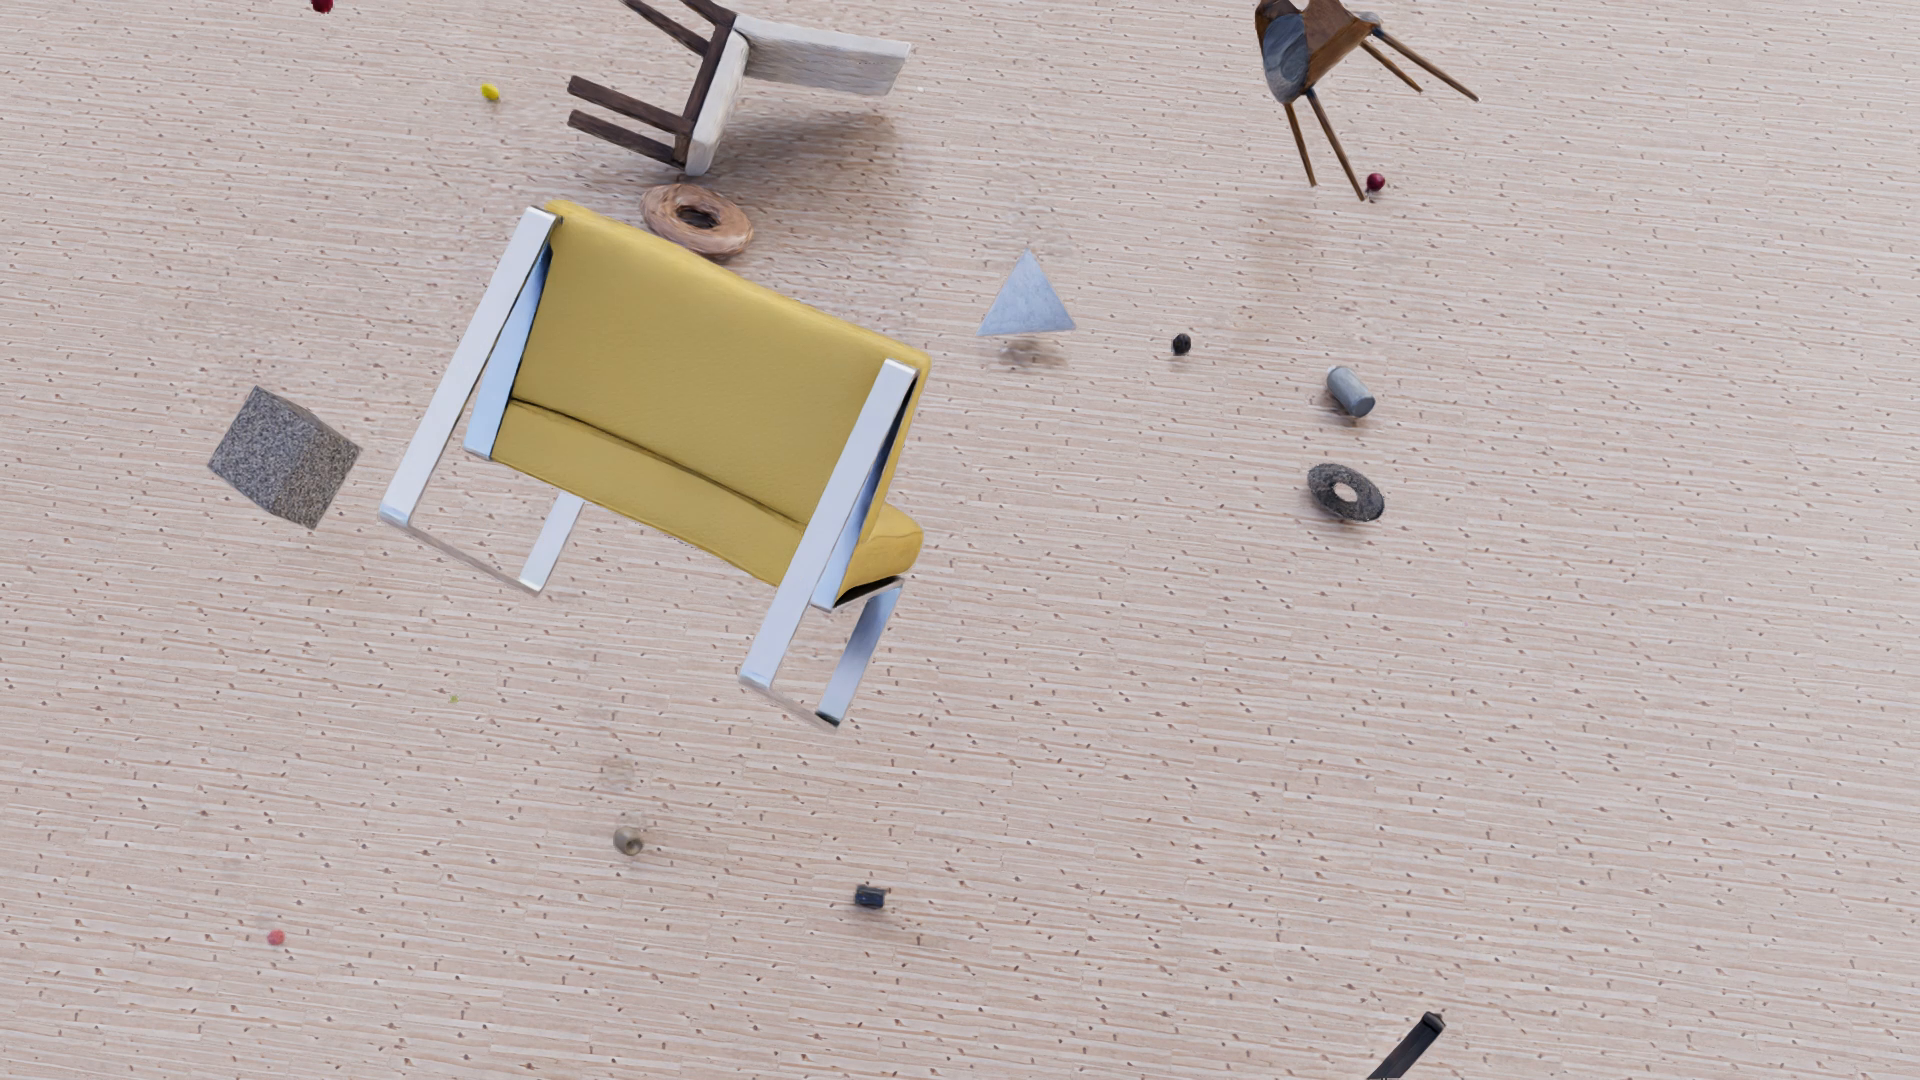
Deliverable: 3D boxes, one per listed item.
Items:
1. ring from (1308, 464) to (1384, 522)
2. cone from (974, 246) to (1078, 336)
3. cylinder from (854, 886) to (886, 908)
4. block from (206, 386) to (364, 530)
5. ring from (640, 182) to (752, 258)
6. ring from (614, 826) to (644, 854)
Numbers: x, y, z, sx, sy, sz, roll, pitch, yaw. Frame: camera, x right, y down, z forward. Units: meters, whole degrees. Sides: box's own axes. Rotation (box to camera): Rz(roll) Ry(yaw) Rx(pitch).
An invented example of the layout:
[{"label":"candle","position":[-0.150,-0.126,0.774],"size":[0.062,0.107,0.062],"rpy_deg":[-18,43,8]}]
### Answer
[{"label":"ring","position":[1.155,-0.143,6.590],"size":[0.270,0.144,0.062],"rpy_deg":[32,22,32]},{"label":"cone","position":[0.167,-0.716,6.895],"size":[0.285,0.166,0.303],"rpy_deg":[-31,93,5]},{"label":"cylinder","position":[-0.240,0.957,5.899],"size":[0.075,0.047,0.061],"rpy_deg":[8,13,6]},{"label":"block","position":[-1.948,-0.237,6.344],"size":[0.298,0.194,0.274],"rpy_deg":[31,89,29]},{"label":"ring","position":[-0.862,-1.047,7.192],"size":[0.386,0.074,0.305],"rpy_deg":[24,46,1]},{"label":"ring","position":[-0.896,0.815,5.962],"size":[0.071,0.114,0.048],"rpy_deg":[-46,58,-8]}]
